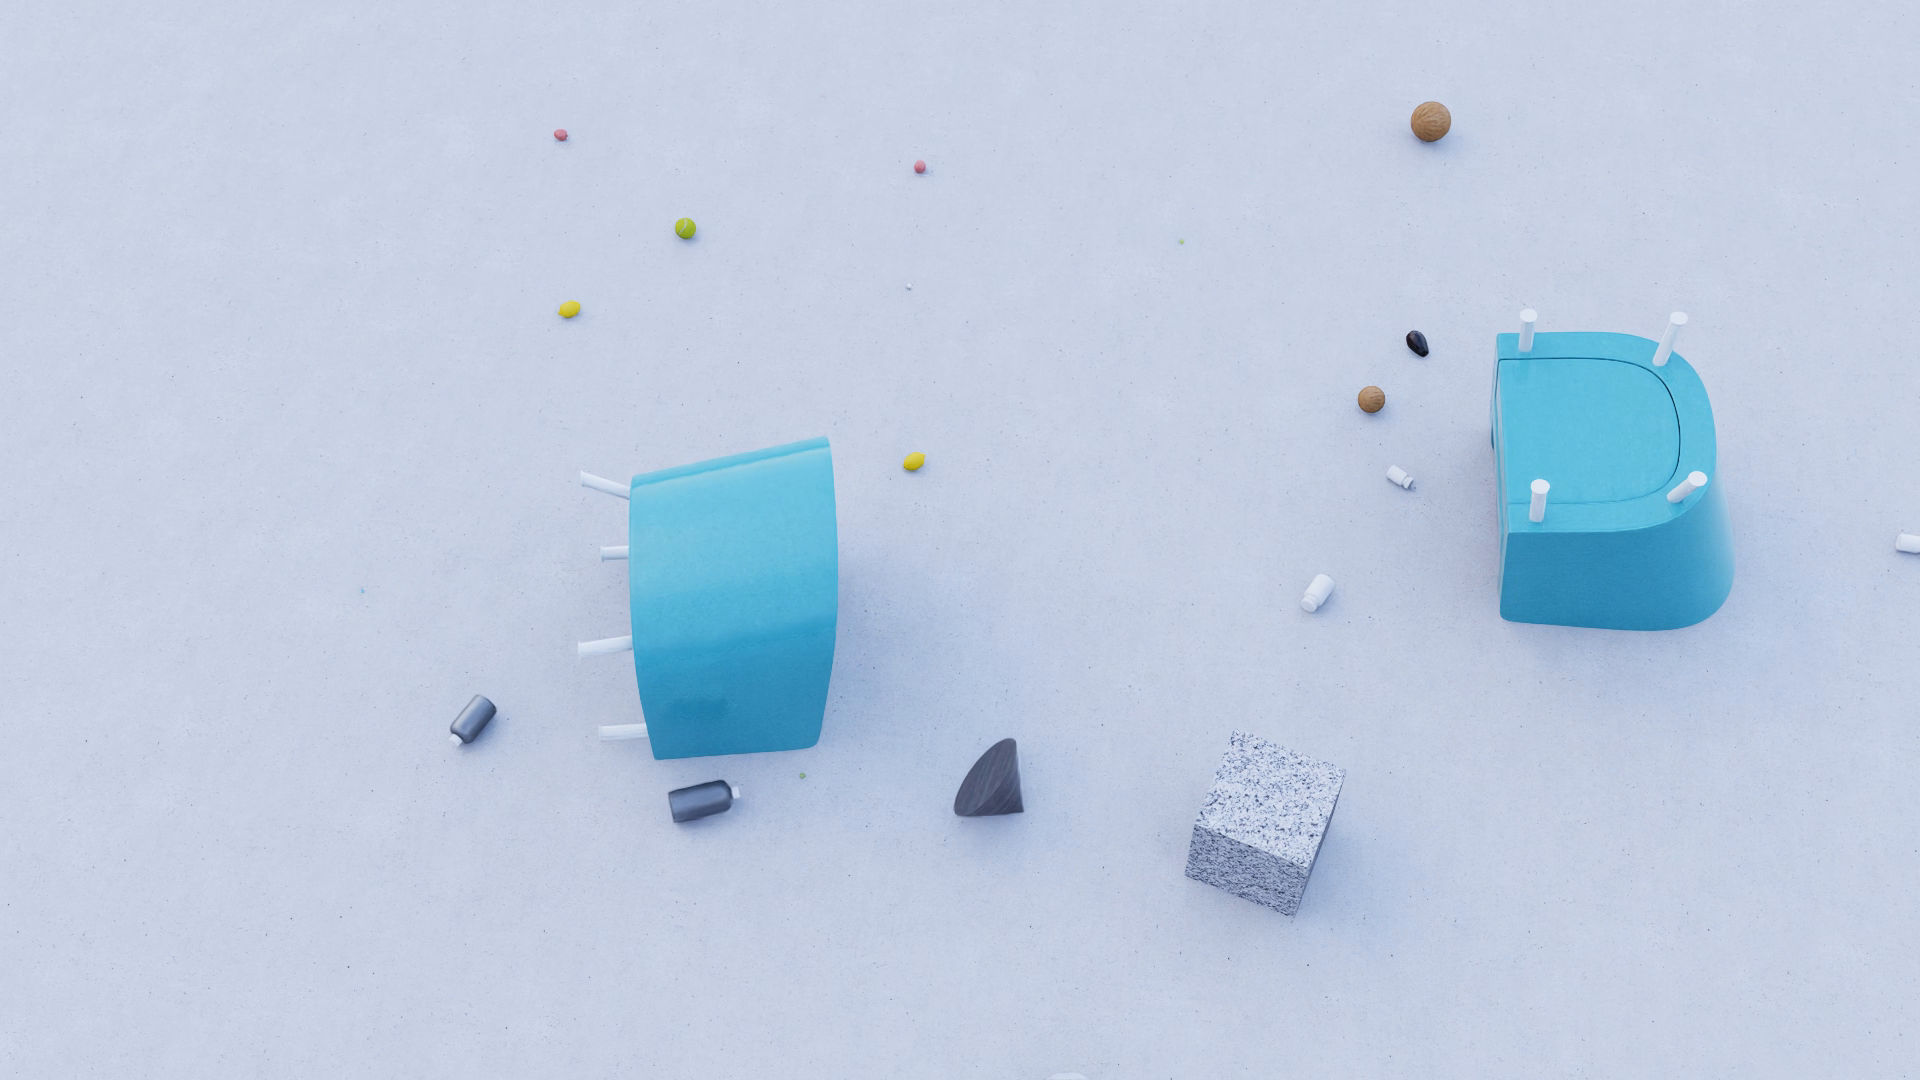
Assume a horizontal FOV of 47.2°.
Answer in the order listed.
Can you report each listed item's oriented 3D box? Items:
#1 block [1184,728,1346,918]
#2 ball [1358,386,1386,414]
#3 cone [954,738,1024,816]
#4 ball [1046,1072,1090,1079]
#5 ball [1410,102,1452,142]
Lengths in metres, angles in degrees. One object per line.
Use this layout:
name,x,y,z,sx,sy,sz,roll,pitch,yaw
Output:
block,0.814,0.758,5.878,0.314,0.311,0.310,20,58,13
ball,1.275,-0.436,6.815,0.085,0.085,0.085,0,56,0
cone,0.123,0.700,6.048,0.156,0.226,0.291,44,40,-16
ball,0.270,1.425,5.506,0.185,0.185,0.185,0,56,0
ball,1.594,-1.416,7.442,0.136,0.136,0.136,0,56,0
